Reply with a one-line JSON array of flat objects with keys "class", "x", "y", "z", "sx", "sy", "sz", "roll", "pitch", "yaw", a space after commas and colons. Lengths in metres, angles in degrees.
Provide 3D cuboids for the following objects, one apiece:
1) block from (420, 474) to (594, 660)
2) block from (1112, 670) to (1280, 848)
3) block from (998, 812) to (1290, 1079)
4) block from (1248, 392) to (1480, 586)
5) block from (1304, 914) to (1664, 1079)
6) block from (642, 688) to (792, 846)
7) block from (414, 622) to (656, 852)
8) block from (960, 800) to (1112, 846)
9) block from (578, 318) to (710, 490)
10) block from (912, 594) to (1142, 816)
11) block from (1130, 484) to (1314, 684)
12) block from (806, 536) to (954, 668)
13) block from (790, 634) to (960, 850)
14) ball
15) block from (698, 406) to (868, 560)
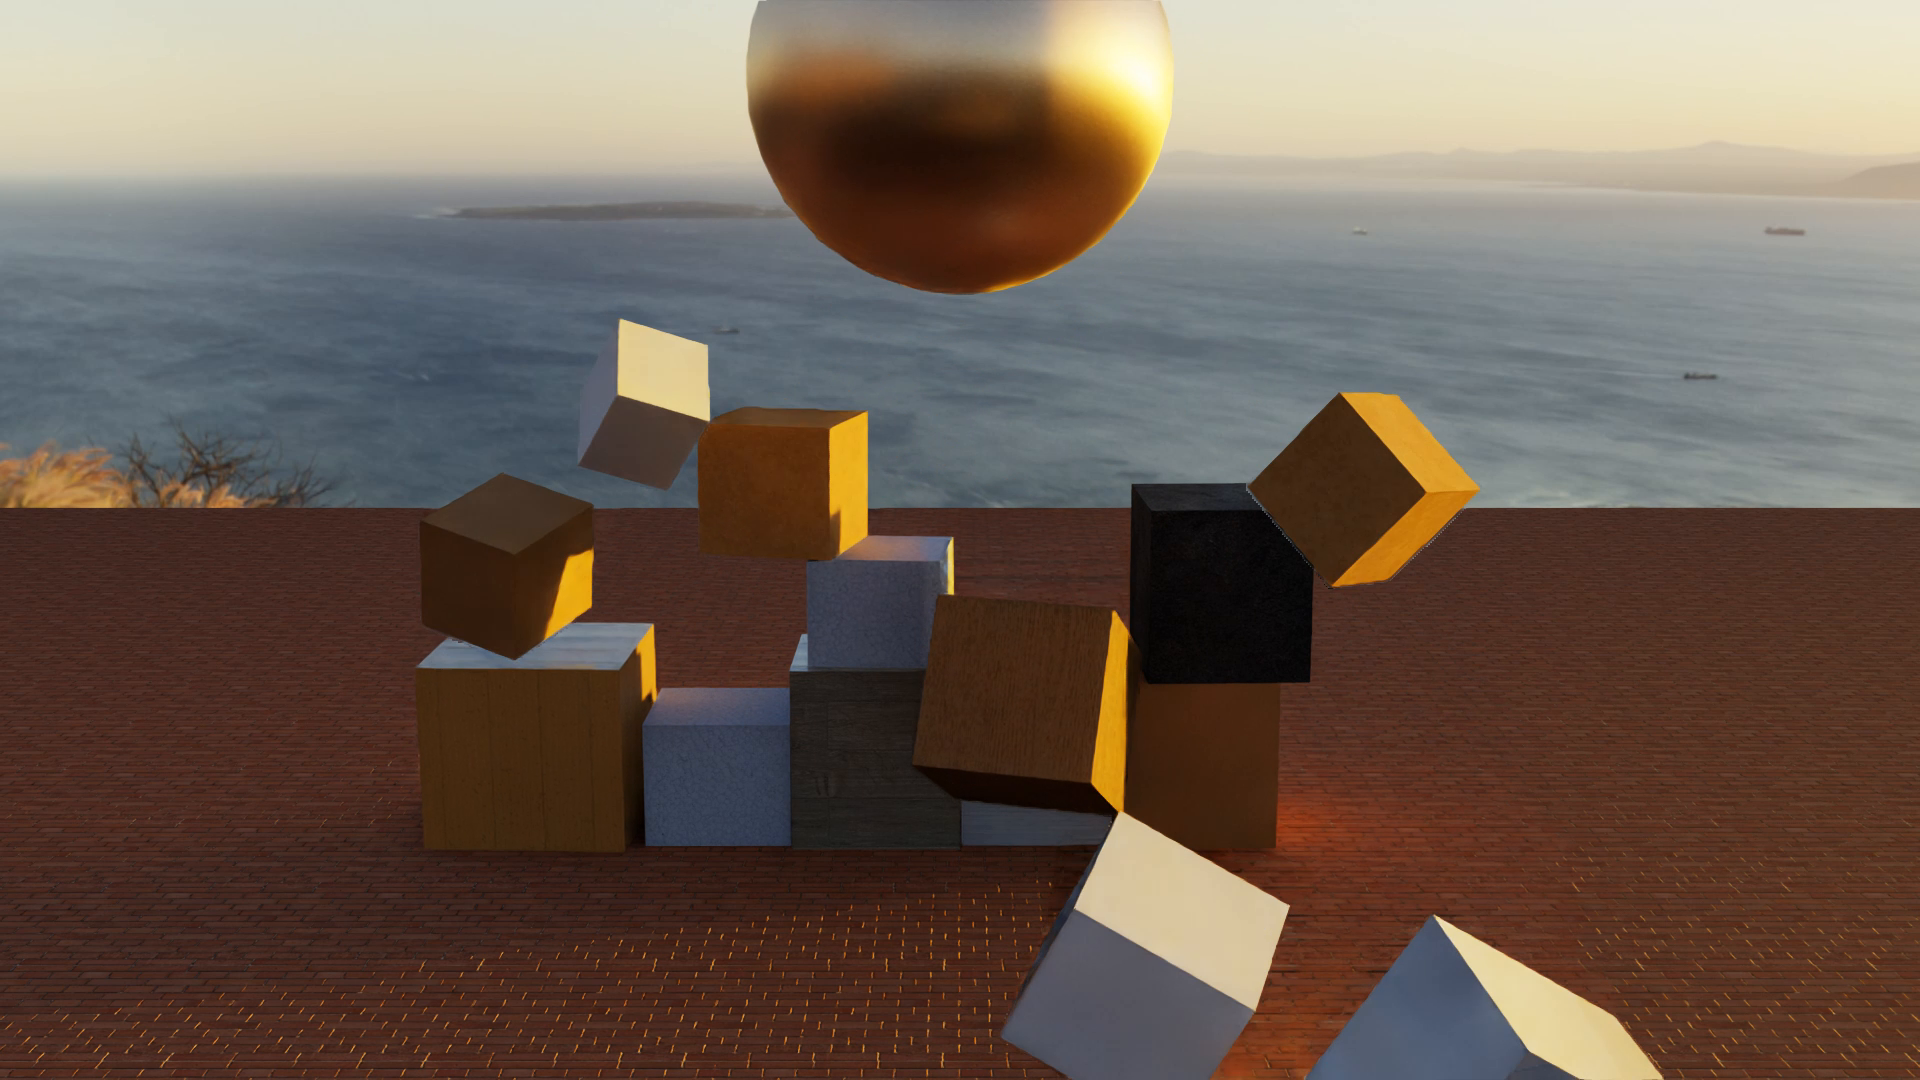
[{"class": "block", "x": -2.281, "y": 0.126, "z": 11.107, "sx": 0.572, "sy": 0.602, "sz": 0.647, "roll": 18, "pitch": 31, "yaw": 21}, {"class": "block", "x": 1.186, "y": 1.052, "z": 11.382, "sx": 0.803, "sy": 0.858, "sz": 0.853, "roll": 0, "pitch": 10, "yaw": 0}, {"class": "block", "x": 0.675, "y": 1.565, "z": 8.001, "sx": 0.710, "sy": 0.666, "sz": 0.655, "roll": 29, "pitch": 30, "yaw": 5}, {"class": "block", "x": 1.366, "y": -0.175, "z": 7.432, "sx": 0.462, "sy": 0.460, "sz": 0.449, "roll": -4, "pitch": 51, "yaw": -55}, {"class": "block", "x": 1.654, "y": 1.764, "z": 6.689, "sx": 0.784, "sy": 0.704, "sz": 0.751, "roll": 30, "pitch": 13, "yaw": -19}, {"class": "block", "x": -1.219, "y": 1.165, "z": 11.400, "sx": 0.736, "sy": 0.629, "sz": 0.755, "roll": 0, "pitch": 10, "yaw": 0}, {"class": "block", "x": -2.158, "y": 0.998, "z": 11.368, "sx": 1.016, "sy": 0.944, "sz": 0.941, "roll": 0, "pitch": 12, "yaw": 3}, {"class": "block", "x": 0.390, "y": 1.173, "z": 11.422, "sx": 0.760, "sy": 0.606, "sz": 0.774, "roll": 0, "pitch": 10, "yaw": 1}, {"class": "block", "x": -1.438, "y": -0.612, "z": 10.002, "sx": 0.432, "sy": 0.492, "sz": 0.487, "roll": 16, "pitch": 44, "yaw": -23}, {"class": "block", "x": 0.342, "y": 0.797, "z": 10.483, "sx": 0.839, "sy": 0.816, "sz": 0.871, "roll": 4, "pitch": -16, "yaw": 15}, {"class": "block", "x": 1.317, "y": 0.205, "z": 11.213, "sx": 0.804, "sy": 0.869, "sz": 0.850, "roll": 0, "pitch": 10, "yaw": -2}, {"class": "block", "x": -0.398, "y": 0.307, "z": 11.223, "sx": 0.664, "sy": 0.544, "sz": 0.686, "roll": 1, "pitch": 10, "yaw": 5}, {"class": "block", "x": -0.422, "y": 1.026, "z": 11.357, "sx": 0.841, "sy": 0.919, "sz": 0.833, "roll": 0, "pitch": 10, "yaw": 0}, {"class": "ball", "x": 0.000, "y": -1.723, "z": 8.221, "sx": 1.600, "sy": 1.600, "sz": 1.600, "roll": 0, "pitch": 10, "yaw": 0}, {"class": "block", "x": -0.889, "y": -0.297, "z": 11.174, "sx": 0.675, "sy": 0.657, "sz": 0.707, "roll": 3, "pitch": 11, "yaw": 12}]
